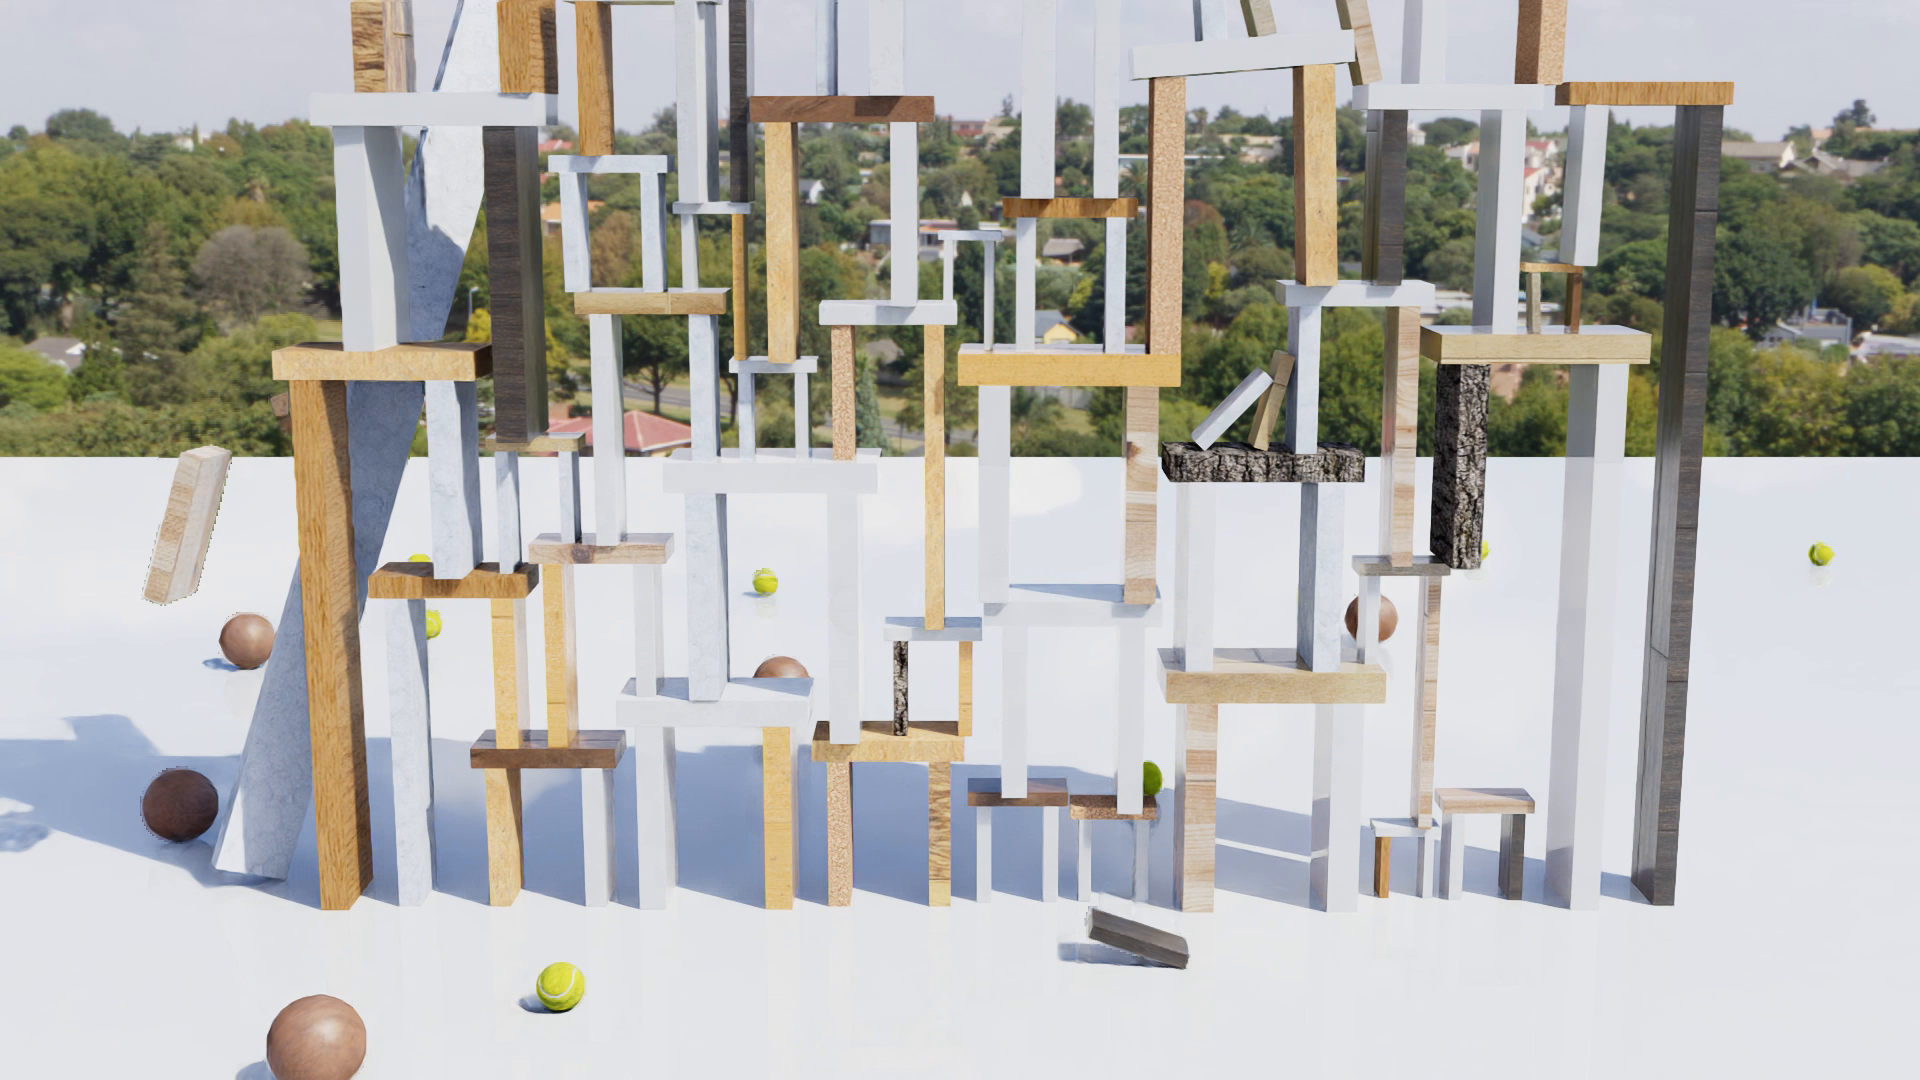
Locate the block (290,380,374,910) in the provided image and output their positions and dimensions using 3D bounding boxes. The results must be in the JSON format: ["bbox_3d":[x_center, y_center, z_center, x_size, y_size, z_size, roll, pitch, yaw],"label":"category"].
[{"bbox_3d":[-1.023,0.164,3.588,0.045,0.868,0.158,0,11,-1],"label":"block"}]

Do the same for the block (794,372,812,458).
[{"bbox_3d":[-0.250,-0.203,3.523,0.020,0.138,0.069,0,11,2],"label":"block"}]

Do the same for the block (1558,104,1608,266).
[{"bbox_3d":[0.985,-0.561,3.474,0.035,0.247,0.123,2,11,4],"label":"block"}]

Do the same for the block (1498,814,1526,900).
[{"bbox_3d":[0.918,0.516,3.659,0.021,0.149,0.075,0,11,0],"label":"block"}]

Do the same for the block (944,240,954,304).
[{"bbox_3d":[-0.018,-0.426,3.481,0.014,0.099,0.049,1,11,1],"label":"block"}]

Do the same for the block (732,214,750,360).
[{"bbox_3d":[-0.347,-0.401,3.479,0.017,0.229,0.061,0,11,1],"label":"block"}]

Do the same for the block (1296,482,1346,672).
[{"bbox_3d":[0.584,0.046,3.564,0.043,0.306,0.153,0,11,-1],"label":"block"}]

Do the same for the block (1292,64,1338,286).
[{"bbox_3d":[0.555,-0.571,3.443,0.047,0.334,0.167,-2,10,3],"label":"block"}]

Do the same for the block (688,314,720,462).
[{"bbox_3d":[-0.407,-0.249,3.513,0.033,0.232,0.116,0,11,0],"label":"block"}]

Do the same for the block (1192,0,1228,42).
[{"bbox_3d":[0.379,-0.901,3.389,0.037,0.264,0.132,-4,10,2],"label":"block"}]

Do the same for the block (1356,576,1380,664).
[{"bbox_3d":[0.666,0.123,3.587,0.021,0.147,0.073,0,11,0],"label":"block"}]

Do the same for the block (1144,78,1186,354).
[{"bbox_3d":[0.322,-0.512,3.465,0.047,0.422,0.167,0,10,2],"label":"block"}]

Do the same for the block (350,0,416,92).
[{"bbox_3d":[-0.894,-0.861,3.397,0.048,0.337,0.168,0,11,2],"label":"block"}]

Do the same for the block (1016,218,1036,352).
[{"bbox_3d":[0.104,-0.408,3.486,0.030,0.210,0.105,0,10,2],"label":"block"}]

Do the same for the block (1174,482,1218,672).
[{"bbox_3d":[0.380,0.046,3.563,0.043,0.306,0.153,0,11,-2],"label":"block"}]

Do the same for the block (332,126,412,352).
[{"bbox_3d":[-0.931,-0.481,3.487,0.049,0.346,0.173,1,11,5],"label":"block"}]

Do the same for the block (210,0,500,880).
[{"bbox_3d":[-0.992,-0.187,3.732,0.122,1.553,0.035,17,-2,-34],"label":"block"}]

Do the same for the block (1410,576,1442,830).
[{"bbox_3d":[0.765,0.260,3.612,0.021,0.425,0.073,0,11,0],"label":"block"}]

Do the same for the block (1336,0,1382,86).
[{"bbox_3d":[0.601,-0.849,3.400,0.030,0.287,0.106,-13,10,3],"label":"block"}]

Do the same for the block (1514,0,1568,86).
[{"bbox_3d":[0.901,-0.841,3.399,0.038,0.271,0.135,1,11,-1],"label":"block"}]

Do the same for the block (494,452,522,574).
[{"bbox_3d":[-0.729,-0.050,3.553,0.021,0.198,0.074,0,11,1],"label":"block"}]

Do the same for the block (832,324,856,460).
[{"bbox_3d":[-0.185,-0.242,3.517,0.030,0.215,0.108,0,11,1],"label":"block"}]

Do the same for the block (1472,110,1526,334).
[{"bbox_3d":[0.847,-0.502,3.460,0.038,0.343,0.134,0,11,-1],"label":"block"}]

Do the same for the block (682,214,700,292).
[{"bbox_3d":[-0.425,-0.455,3.471,0.017,0.121,0.061,0,11,2],"label":"block"}]

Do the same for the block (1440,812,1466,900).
[{"bbox_3d":[0.819,0.516,3.659,0.021,0.149,0.075,0,11,0],"label":"block"}]

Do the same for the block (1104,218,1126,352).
[{"bbox_3d":[0.244,-0.406,3.480,0.030,0.210,0.105,0,10,2],"label":"block"}]

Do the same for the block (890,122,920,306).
[{"bbox_3d":[-0.086,-0.514,3.459,0.040,0.281,0.140,0,11,1],"label":"block"}]

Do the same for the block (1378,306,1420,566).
[{"bbox_3d":[0.703,-0.172,3.524,0.033,0.414,0.116,0,11,0],"label":"block"}]

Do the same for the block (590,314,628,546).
[{"bbox_3d":[-0.562,-0.182,3.522,0.033,0.368,0.116,0,11,0],"label":"block"}]

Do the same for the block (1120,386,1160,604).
[{"bbox_3d":[0.288,-0.085,3.539,0.049,0.346,0.173,0,10,2],"label":"block"}]

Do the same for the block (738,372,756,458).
[{"bbox_3d":[-0.341,-0.203,3.522,0.020,0.138,0.069,0,11,0],"label":"block"}]

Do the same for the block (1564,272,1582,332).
[{"bbox_3d":[0.972,-0.378,3.484,0.013,0.091,0.045,1,11,2],"label":"block"}]

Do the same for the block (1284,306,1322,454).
[{"bbox_3d":[0.546,-0.261,3.507,0.033,0.232,0.116,0,11,0],"label":"block"}]

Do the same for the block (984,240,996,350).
[{"bbox_3d":[0.047,-0.390,3.492,0.014,0.173,0.050,1,10,4],"label":"block"}]

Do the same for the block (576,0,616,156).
[{"bbox_3d":[-0.568,-0.718,3.428,0.033,0.232,0.116,0,11,2],"label":"block"}]

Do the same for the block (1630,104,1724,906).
[{"bbox_3d":[1.155,-0.045,3.554,0.035,1.291,0.123,0,11,0],"label":"block"}]

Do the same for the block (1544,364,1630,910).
[{"bbox_3d":[1.020,0.150,3.589,0.046,0.894,0.163,0,11,0],"label":"block"}]

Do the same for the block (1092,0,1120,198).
[{"bbox_3d":[0.228,-0.790,3.409,0.037,0.511,0.132,1,10,3],"label":"block"}]

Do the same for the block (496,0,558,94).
[{"bbox_3d":[-0.669,-0.860,3.388,0.048,0.337,0.168,0,11,4],"label":"block"}]

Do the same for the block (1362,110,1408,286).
[{"bbox_3d":[0.666,-0.539,3.451,0.038,0.268,0.134,0,11,0],"label":"block"}]

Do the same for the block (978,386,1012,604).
[{"bbox_3d":[0.056,-0.086,3.546,0.049,0.346,0.173,0,10,2],"label":"block"}]

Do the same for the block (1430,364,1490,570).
[{"bbox_3d":[0.802,-0.128,3.535,0.046,0.326,0.163,0,11,-1],"label":"block"}]

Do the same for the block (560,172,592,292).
[{"bbox_3d":[-0.606,-0.487,3.471,0.026,0.184,0.092,-1,11,1],"label":"block"}]

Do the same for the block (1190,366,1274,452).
[{"bbox_3d":[0.435,-0.211,3.525,0.022,0.155,0.077,43,7,-8],"label":"block"}]

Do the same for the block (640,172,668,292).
[{"bbox_3d":[-0.482,-0.487,3.471,0.026,0.184,0.092,0,11,1],"label":"block"}]

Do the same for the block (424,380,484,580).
[{"bbox_3d":[-0.812,-0.108,3.538,0.045,0.316,0.158,0,11,0],"label":"block"}]

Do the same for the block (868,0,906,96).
[{"bbox_3d":[-0.112,-0.866,3.395,0.050,0.355,0.177,0,11,1],"label":"block"}]

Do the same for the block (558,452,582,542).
[{"bbox_3d":[-0.629,-0.075,3.547,0.021,0.148,0.074,0,11,-1],"label":"block"}]

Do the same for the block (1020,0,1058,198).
[{"bbox_3d":[0.124,-0.791,3.416,0.050,0.510,0.177,1,10,3],"label":"block"}]

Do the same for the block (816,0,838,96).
[{"bbox_3d":[-0.207,-0.787,3.417,0.027,0.193,0.096,0,11,0],"label":"block"}]

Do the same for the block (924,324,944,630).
[{"bbox_3d":[-0.040,-0.106,3.540,0.030,0.489,0.108,0,11,0],"label":"block"}]

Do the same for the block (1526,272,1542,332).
[{"bbox_3d":[0.909,-0.378,3.484,0.013,0.091,0.045,-3,10,2],"label":"block"}]

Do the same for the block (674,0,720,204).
[{"bbox_3d":[-0.409,-0.681,3.430,0.033,0.304,0.116,2,11,9],"label":"block"}]

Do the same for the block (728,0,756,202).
[{"bbox_3d":[-0.340,-0.708,3.434,0.027,0.355,0.096,1,11,2],"label":"block"}]

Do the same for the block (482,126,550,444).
[{"bbox_3d":[-0.701,-0.407,3.480,0.049,0.488,0.173,0,11,1],"label":"block"}]

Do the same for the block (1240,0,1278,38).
[{"bbox_3d":[0.442,-0.882,3.395,0.030,0.211,0.106,-15,10,3],"label":"block"}]

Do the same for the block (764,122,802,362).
[{"bbox_3d":[-0.279,-0.471,3.469,0.040,0.369,0.140,0,11,0],"label":"block"}]

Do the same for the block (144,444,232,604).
[{"bbox_3d":[-1.251,-0.027,3.564,0.035,0.245,0.122,18,9,1],"label":"block"}]

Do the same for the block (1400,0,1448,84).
[{"bbox_3d":[0.720,-0.841,3.397,0.038,0.271,0.135,0,11,-1],"label":"block"}]

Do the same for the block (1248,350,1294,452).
[{"bbox_3d":[0.498,-0.225,3.524,0.022,0.155,0.077,15,10,-3],"label":"block"}]
